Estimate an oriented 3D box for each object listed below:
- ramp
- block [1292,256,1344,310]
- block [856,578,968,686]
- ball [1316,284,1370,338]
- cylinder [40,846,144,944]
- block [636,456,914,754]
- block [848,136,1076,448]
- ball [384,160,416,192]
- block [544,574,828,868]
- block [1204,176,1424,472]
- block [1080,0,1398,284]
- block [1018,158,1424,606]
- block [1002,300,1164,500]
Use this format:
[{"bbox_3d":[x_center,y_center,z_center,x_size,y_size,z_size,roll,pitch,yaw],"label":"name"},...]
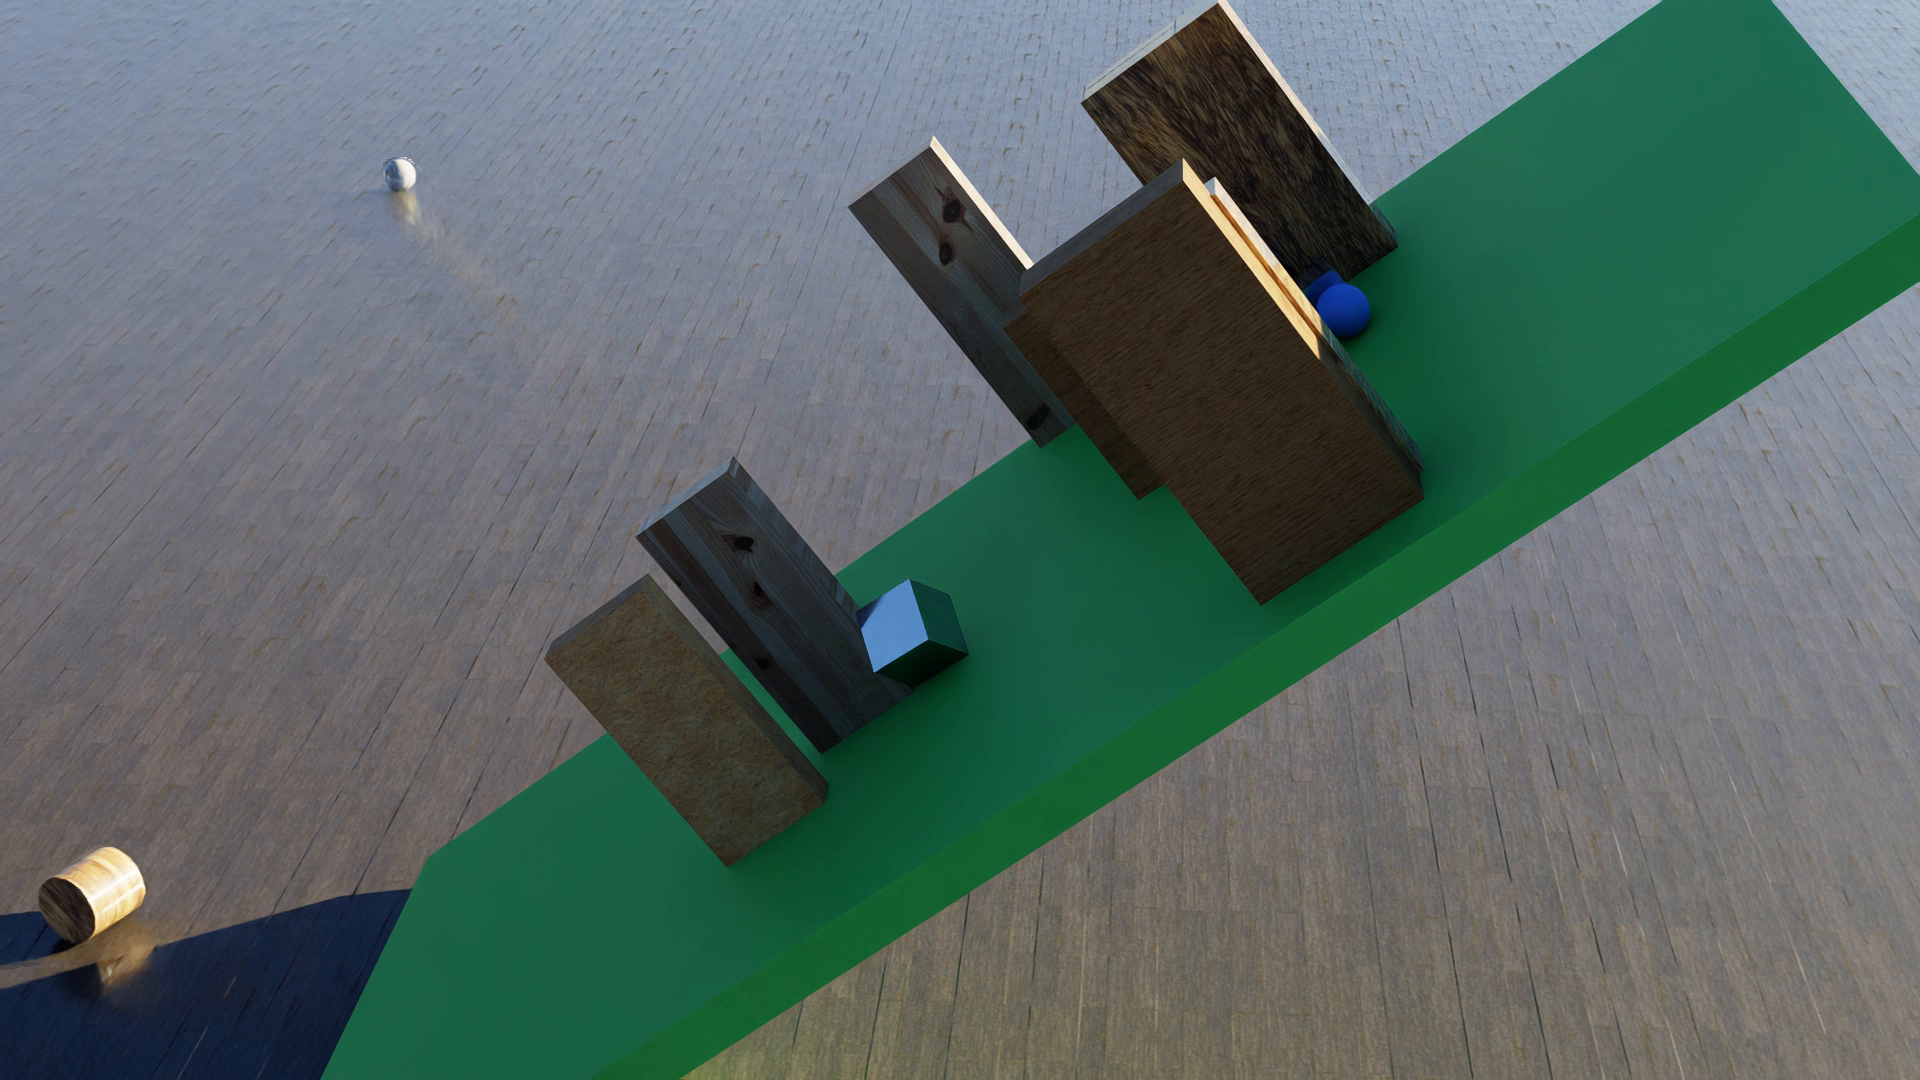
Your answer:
[{"bbox_3d":[0.127,0.180,6.325,4.000,0.100,2.000,-35,16,17],"label":"ramp"},{"bbox_3d":[0.777,-0.511,6.338,0.130,0.130,0.130,-37,16,8],"label":"block"},{"bbox_3d":[-0.101,0.197,6.219,0.148,0.148,0.148,23,42,-52],"label":"block"},{"bbox_3d":[0.810,-0.484,6.219,0.115,0.115,0.115,0,23,0],"label":"ball"},{"bbox_3d":[-2.241,0.915,7.594,0.186,0.186,0.186,11,25,24],"label":"cylinder"},{"bbox_3d":[-0.387,0.142,6.246,0.253,0.626,0.087,-35,16,17],"label":"block"},{"bbox_3d":[0.066,-0.587,7.014,0.247,0.751,0.093,-35,16,17],"label":"block"},{"bbox_3d":[-2.653,-1.726,13.927,0.152,0.152,0.152,0,23,0],"label":"ball"},{"bbox_3d":[-0.560,0.376,6.056,0.260,0.590,0.089,-35,16,17],"label":"block"},{"bbox_3d":[0.525,-0.303,5.368,0.320,0.647,0.111,-35,16,17],"label":"block"},{"bbox_3d":[0.623,-0.831,6.553,0.371,0.682,0.139,-35,16,17],"label":"block"},{"bbox_3d":[0.470,-0.277,5.264,0.357,0.730,0.142,-35,16,17],"label":"block"},{"bbox_3d":[0.393,-0.392,6.232,0.386,0.480,0.126,-35,16,17],"label":"block"}]
